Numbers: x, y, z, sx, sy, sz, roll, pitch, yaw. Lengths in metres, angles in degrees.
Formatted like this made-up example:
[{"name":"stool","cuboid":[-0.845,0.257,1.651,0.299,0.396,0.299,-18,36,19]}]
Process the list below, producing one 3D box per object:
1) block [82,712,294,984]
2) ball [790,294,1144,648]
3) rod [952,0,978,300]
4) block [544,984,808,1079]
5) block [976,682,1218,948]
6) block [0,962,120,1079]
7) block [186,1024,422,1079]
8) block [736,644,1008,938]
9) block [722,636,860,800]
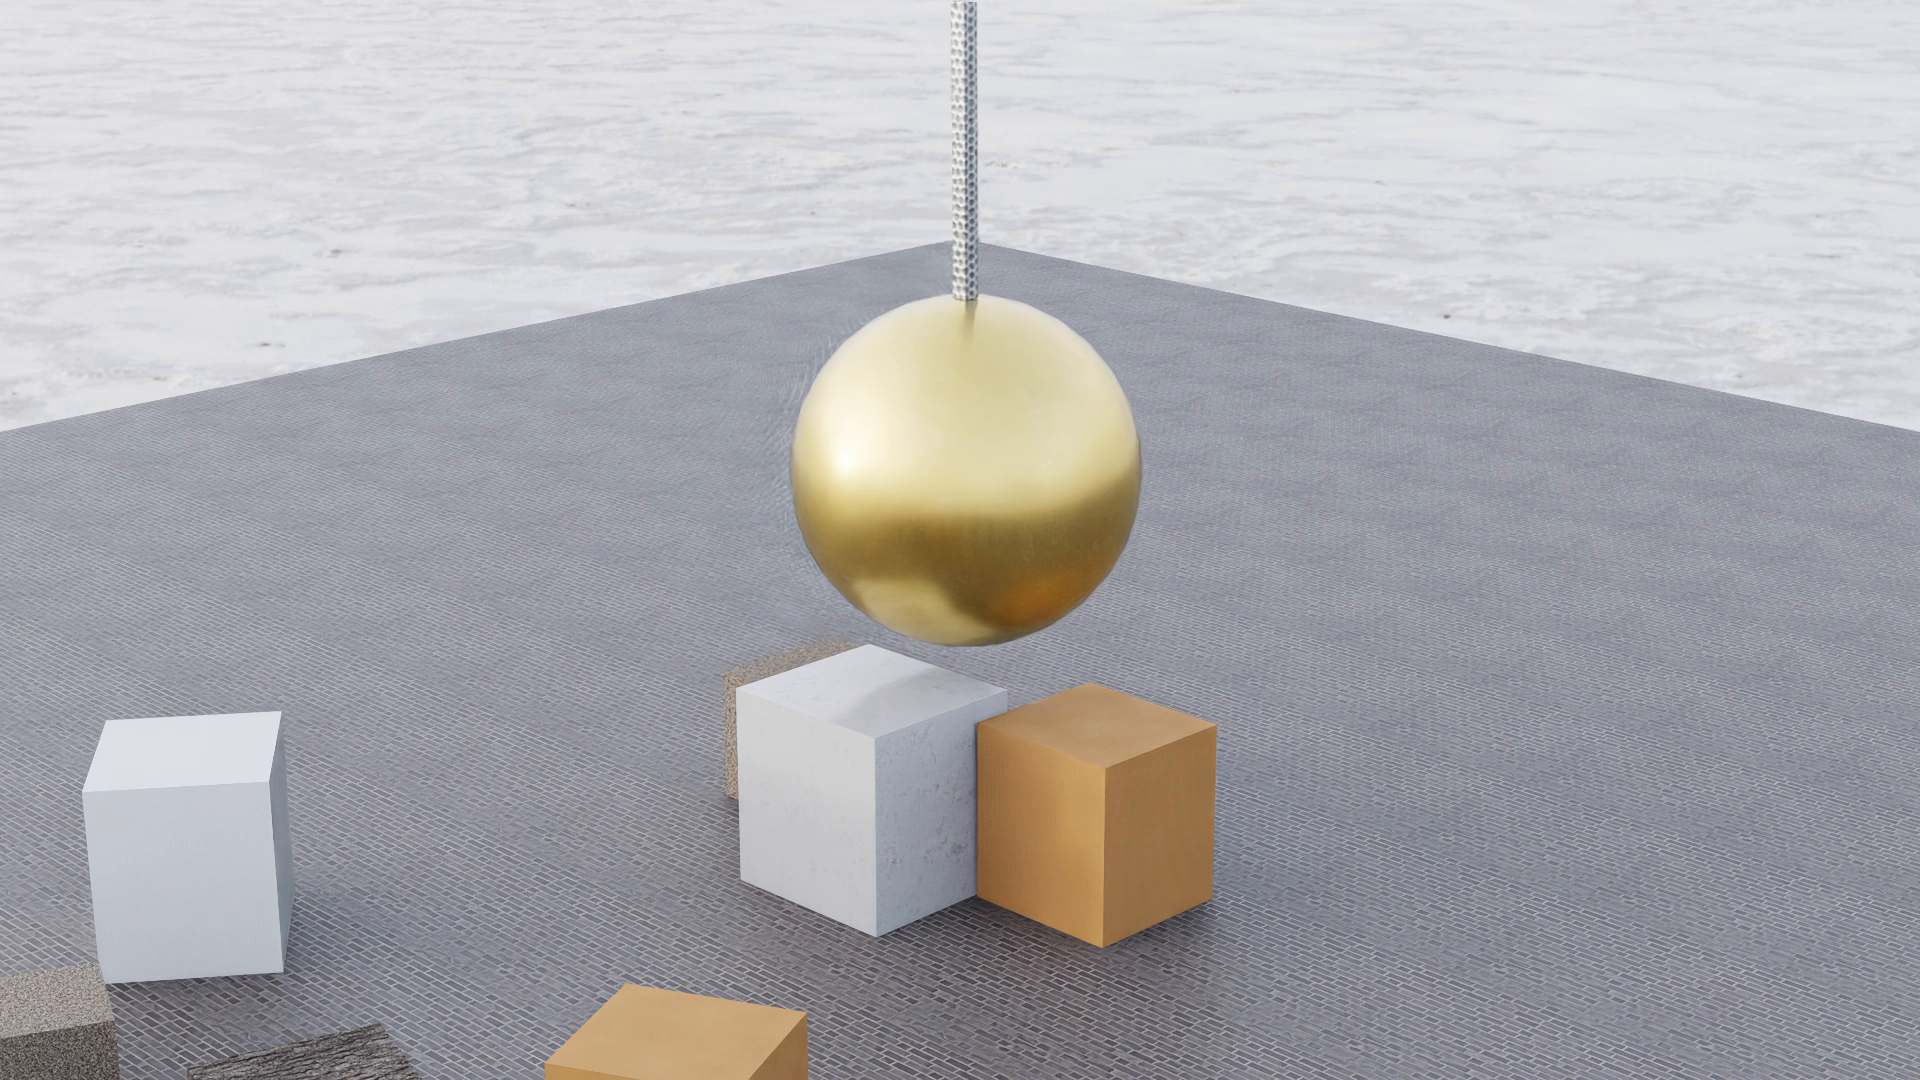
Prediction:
[{"name":"block","cuboid":[-3.319,1.317,12.695,0.755,0.874,0.834,-3,18,-8]},{"name":"ball","cuboid":[0.027,-0.315,13.271,1.600,1.600,1.600,0,17,0]},{"name":"rod","cuboid":[0.012,-3.554,12.237,0.080,5.200,0.080,17,24,42]},{"name":"block","cuboid":[-0.996,2.100,10.462,0.715,0.720,0.659,6,18,18]},{"name":"block","cuboid":[0.607,1.211,13.093,0.733,0.838,0.766,-17,24,-42]},{"name":"block","cuboid":[-3.489,1.994,11.103,0.545,0.538,0.534,-7,19,-21]},{"name":"block","cuboid":[-2.240,2.203,10.269,0.701,0.638,0.733,-9,20,-27]},{"name":"block","cuboid":[-0.395,1.111,13.255,0.887,0.932,0.830,16,24,42]},{"name":"block","cuboid":[-0.606,0.951,14.247,0.800,0.642,0.726,17,24,42]}]
